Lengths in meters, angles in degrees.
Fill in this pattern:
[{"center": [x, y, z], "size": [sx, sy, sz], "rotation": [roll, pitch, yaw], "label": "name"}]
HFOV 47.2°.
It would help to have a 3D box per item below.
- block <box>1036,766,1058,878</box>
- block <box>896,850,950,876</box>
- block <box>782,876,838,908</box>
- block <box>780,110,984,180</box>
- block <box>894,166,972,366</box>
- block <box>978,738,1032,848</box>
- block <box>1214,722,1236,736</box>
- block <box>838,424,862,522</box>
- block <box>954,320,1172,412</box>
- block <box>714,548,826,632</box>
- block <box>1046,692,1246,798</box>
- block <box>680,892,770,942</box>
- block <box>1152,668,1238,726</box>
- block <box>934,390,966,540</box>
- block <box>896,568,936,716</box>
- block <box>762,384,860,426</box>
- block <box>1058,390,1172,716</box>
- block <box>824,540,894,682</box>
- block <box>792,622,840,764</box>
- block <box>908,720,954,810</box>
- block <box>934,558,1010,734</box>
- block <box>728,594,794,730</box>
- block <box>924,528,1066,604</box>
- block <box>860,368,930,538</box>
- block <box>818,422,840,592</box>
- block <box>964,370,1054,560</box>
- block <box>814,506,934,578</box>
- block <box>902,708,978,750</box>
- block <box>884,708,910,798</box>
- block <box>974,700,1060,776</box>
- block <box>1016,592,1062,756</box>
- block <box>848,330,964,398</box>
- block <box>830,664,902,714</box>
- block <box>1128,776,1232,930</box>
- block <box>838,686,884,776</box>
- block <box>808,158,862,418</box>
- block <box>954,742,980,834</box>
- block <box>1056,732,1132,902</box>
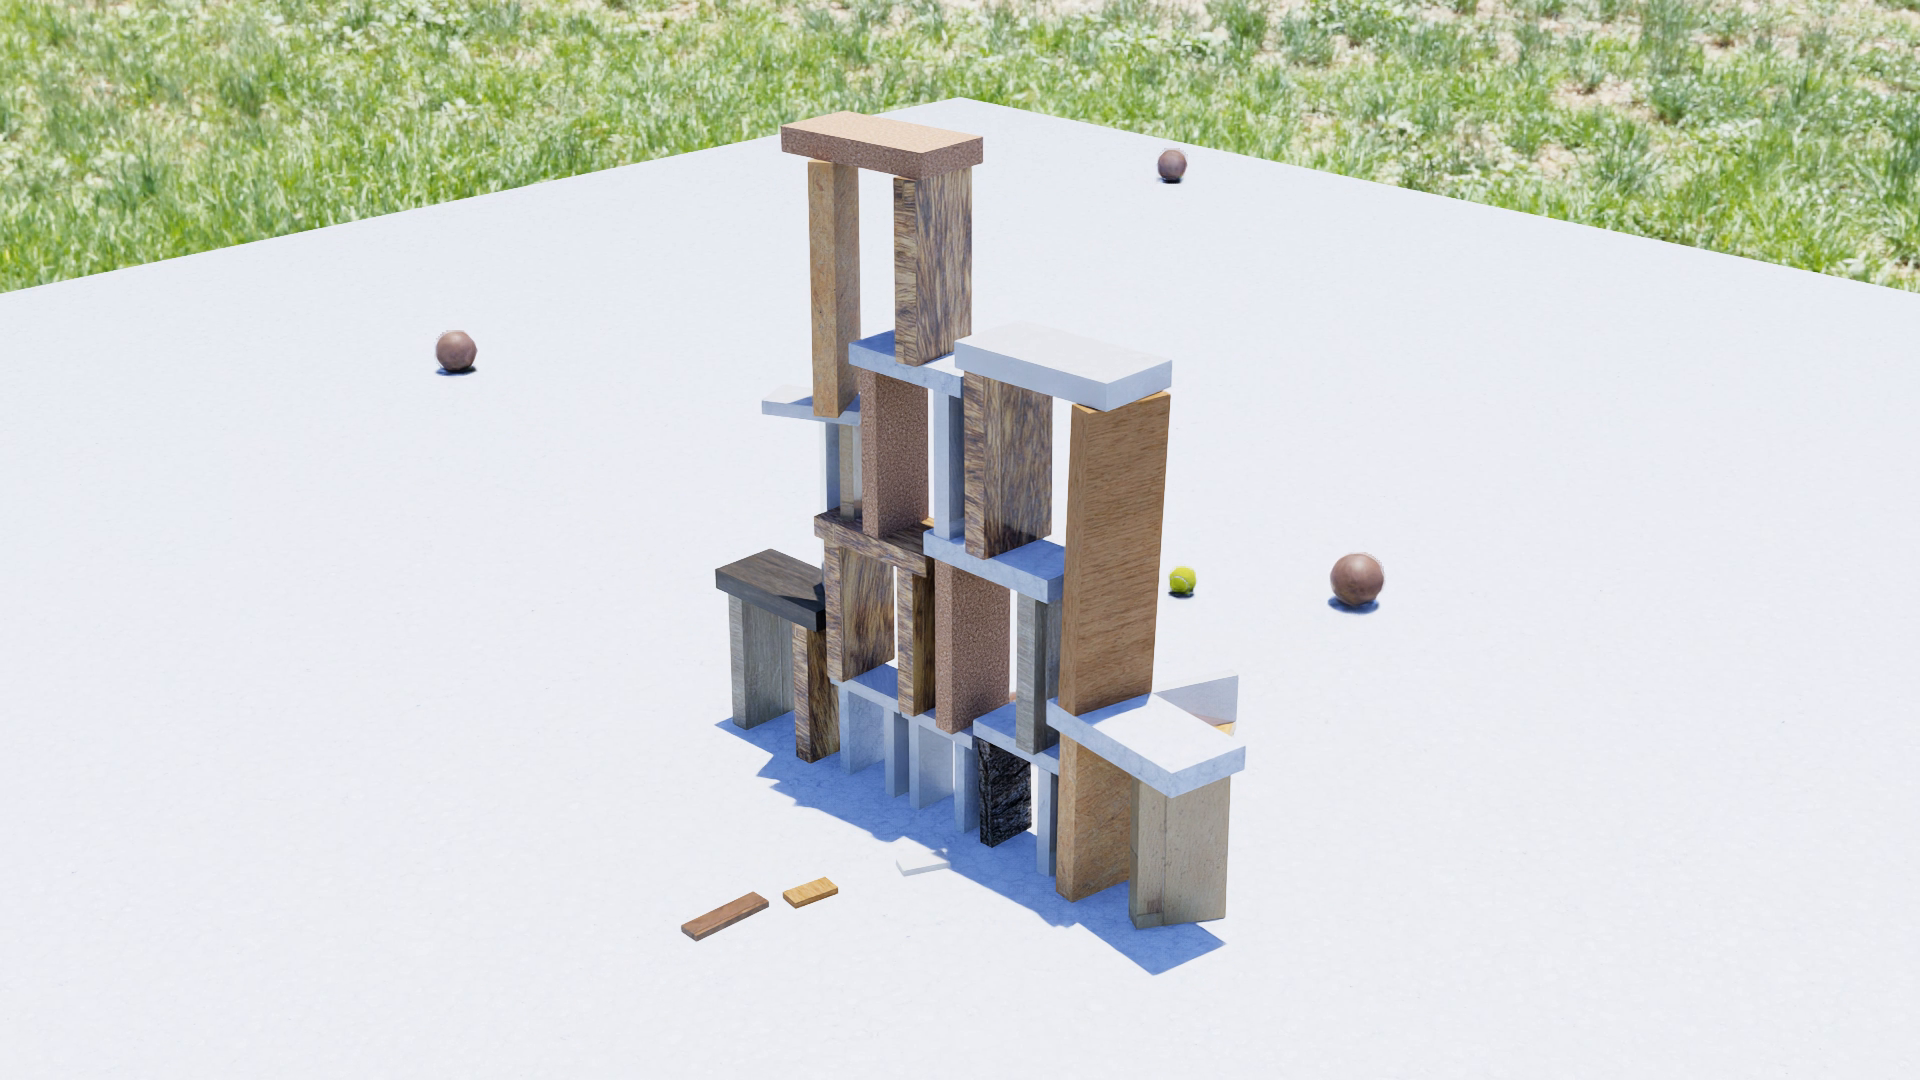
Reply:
[{"center": [0.200, 0.523, 4.234], "size": [0.115, 0.230, 0.033], "rotation": [-21, 31, -40], "label": "block"}, {"center": [-0.072, 0.627, 4.266], "size": [0.095, 0.014, 0.048], "rotation": [-8, 24, -19], "label": "block"}, {"center": [-0.283, 0.668, 4.168], "size": [0.095, 0.014, 0.048], "rotation": [-15, 27, -32], "label": "block"}, {"center": [-0.146, -0.732, 4.069], "size": [0.347, 0.049, 0.174], "rotation": [18, 29, 36], "label": "block"}, {"center": [-0.049, -0.511, 4.055], "size": [0.049, 0.347, 0.174], "rotation": [16, 28, 33], "label": "block"}, {"center": [0.089, 0.480, 4.335], "size": [0.115, 0.229, 0.033], "rotation": [-21, 29, -41], "label": "block"}, {"center": [0.517, 0.430, 4.706], "size": [0.112, 0.032, 0.223], "rotation": [7, 24, 15], "label": "block"}, {"center": [-0.205, -0.152, 4.373], "size": [0.029, 0.204, 0.102], "rotation": [9, 24, 19], "label": "block"}, {"center": [0.180, -0.313, 3.902], "size": [0.356, 0.050, 0.178], "rotation": [20, 30, 39], "label": "block"}, {"center": [-0.354, 0.103, 4.648], "size": [0.317, 0.045, 0.158], "rotation": [21, 31, 40], "label": "block"}, {"center": [0.333, 0.351, 3.977], "size": [0.174, 0.049, 0.347], "rotation": [-16, 27, -33], "label": "block"}, {"center": [-0.437, 0.700, 4.094], "size": [0.170, 0.014, 0.048], "rotation": [-20, 30, -39], "label": "block"}, {"center": [0.490, 0.352, 4.706], "size": [0.223, 0.112, 0.032], "rotation": [-10, 25, -22], "label": "block"}, {"center": [0.017, -0.158, 4.147], "size": [0.145, 0.291, 0.041], "rotation": [-21, 31, -40], "label": "block"}, {"center": [-0.054, 0.180, 4.362], "size": [0.043, 0.312, 0.153], "rotation": [21, 31, 40], "label": "block"}, {"center": [-0.278, -0.267, 4.345], "size": [0.204, 0.029, 0.102], "rotation": [8, 24, 17], "label": "block"}, {"center": [0.274, 0.024, 3.928], "size": [0.178, 0.591, 0.050], "rotation": [-15, 29, -31], "label": "block"}, {"center": [-0.204, 0.123, 4.488], "size": [0.043, 0.305, 0.153], "rotation": [20, 30, 39], "label": "block"}, {"center": [-0.276, 0.299, 4.650], "size": [0.045, 0.317, 0.158], "rotation": [21, 31, 41], "label": "block"}, {"center": [-0.058, 0.441, 4.470], "size": [0.028, 0.196, 0.098], "rotation": [21, 31, 40], "label": "block"}, {"center": [0.026, 0.185, 4.288], "size": [0.162, 0.361, 0.046], "rotation": [-21, 31, -40], "label": "block"}, {"center": [-0.424, 0.241, 4.787], "size": [0.158, 0.317, 0.045], "rotation": [-21, 32, -41], "label": "block"}, {"center": [0.102, 0.028, 4.138], "size": [0.162, 0.046, 0.323], "rotation": [-21, 31, -40], "label": "block"}, {"center": [-0.126, -0.186, 4.277], "size": [0.041, 0.342, 0.145], "rotation": [20, 30, 38], "label": "block"}, {"center": [-0.266, -0.087, 4.500], "size": [0.029, 0.422, 0.102], "rotation": [-4, 23, -10], "label": "block"}, {"center": [0.090, -0.158, 4.060], "size": [0.178, 0.356, 0.050], "rotation": [-20, 30, -39], "label": "block"}, {"center": [-0.128, -0.010, 4.355], "size": [0.305, 0.043, 0.153], "rotation": [20, 30, 38], "label": "block"}, {"center": [-0.012, 0.356, 4.384], "size": [0.196, 0.028, 0.098], "rotation": [21, 31, 40], "label": "block"}, {"center": [-0.108, 0.418, 4.515], "size": [0.101, 0.202, 0.029], "rotation": [-21, 31, -41], "label": "block"}, {"center": [0.147, 0.380, 4.234], "size": [0.115, 0.033, 0.229], "rotation": [-21, 31, -40], "label": "block"}, {"center": [0.179, 0.228, 4.138], "size": [0.162, 0.323, 0.046], "rotation": [-21, 31, -40], "label": "block"}, {"center": [-0.056, -0.337, 4.142], "size": [0.291, 0.041, 0.145], "rotation": [20, 30, 39], "label": "block"}, {"center": [-0.160, 0.295, 4.511], "size": [0.203, 0.029, 0.101], "rotation": [21, 30, 40], "label": "block"}, {"center": [0.403, 0.541, 4.040], "size": [0.174, 0.347, 0.049], "rotation": [-5, 21, -12], "label": "block"}, {"center": [-0.205, 0.381, 4.603], "size": [0.029, 0.203, 0.101], "rotation": [21, 30, 40], "label": "block"}, {"center": [-0.238, -0.498, 4.217], "size": [0.049, 0.497, 0.174], "rotation": [5, 24, 12], "label": "block"}, {"center": [0.033, 0.478, 4.384], "size": [0.028, 0.196, 0.098], "rotation": [21, 31, 41], "label": "block"}, {"center": [0.267, 0.497, 4.144], "size": [0.174, 0.347, 0.049], "rotation": [-16, 29, -33], "label": "block"}]
